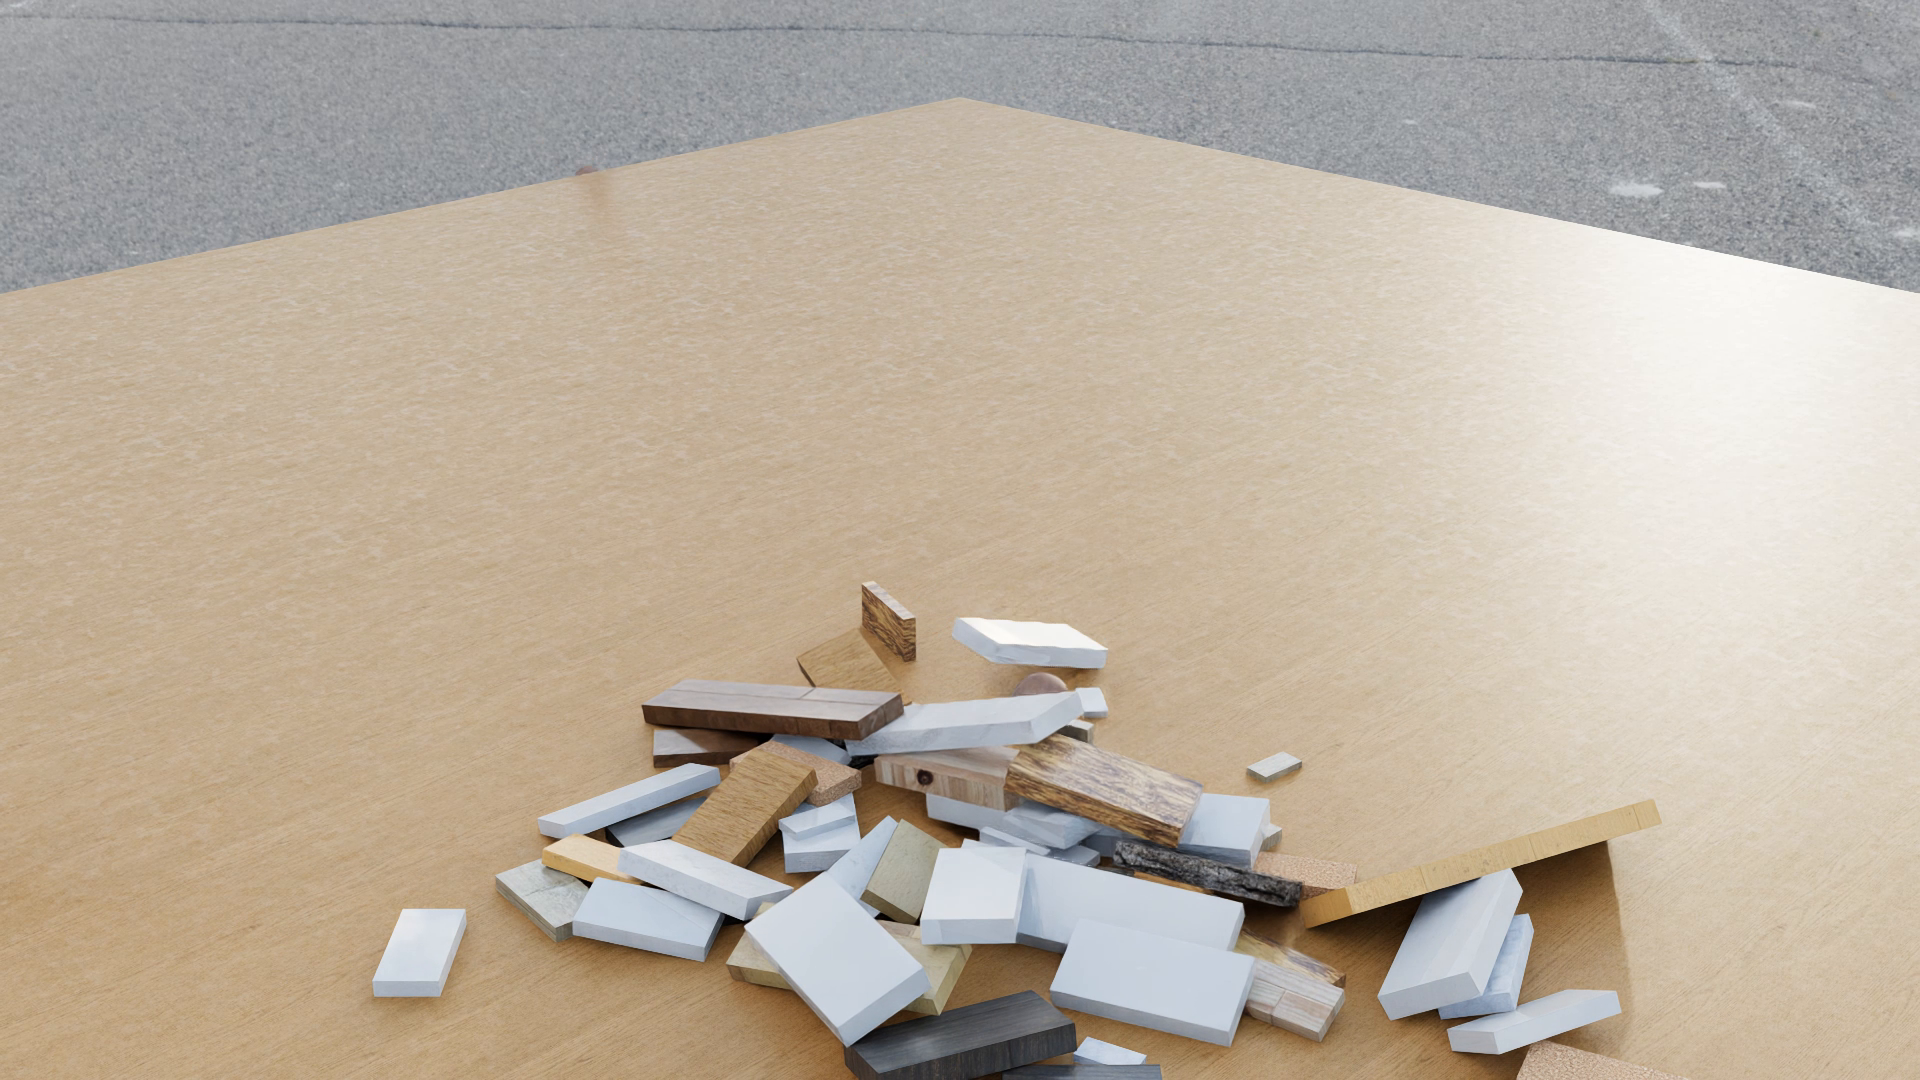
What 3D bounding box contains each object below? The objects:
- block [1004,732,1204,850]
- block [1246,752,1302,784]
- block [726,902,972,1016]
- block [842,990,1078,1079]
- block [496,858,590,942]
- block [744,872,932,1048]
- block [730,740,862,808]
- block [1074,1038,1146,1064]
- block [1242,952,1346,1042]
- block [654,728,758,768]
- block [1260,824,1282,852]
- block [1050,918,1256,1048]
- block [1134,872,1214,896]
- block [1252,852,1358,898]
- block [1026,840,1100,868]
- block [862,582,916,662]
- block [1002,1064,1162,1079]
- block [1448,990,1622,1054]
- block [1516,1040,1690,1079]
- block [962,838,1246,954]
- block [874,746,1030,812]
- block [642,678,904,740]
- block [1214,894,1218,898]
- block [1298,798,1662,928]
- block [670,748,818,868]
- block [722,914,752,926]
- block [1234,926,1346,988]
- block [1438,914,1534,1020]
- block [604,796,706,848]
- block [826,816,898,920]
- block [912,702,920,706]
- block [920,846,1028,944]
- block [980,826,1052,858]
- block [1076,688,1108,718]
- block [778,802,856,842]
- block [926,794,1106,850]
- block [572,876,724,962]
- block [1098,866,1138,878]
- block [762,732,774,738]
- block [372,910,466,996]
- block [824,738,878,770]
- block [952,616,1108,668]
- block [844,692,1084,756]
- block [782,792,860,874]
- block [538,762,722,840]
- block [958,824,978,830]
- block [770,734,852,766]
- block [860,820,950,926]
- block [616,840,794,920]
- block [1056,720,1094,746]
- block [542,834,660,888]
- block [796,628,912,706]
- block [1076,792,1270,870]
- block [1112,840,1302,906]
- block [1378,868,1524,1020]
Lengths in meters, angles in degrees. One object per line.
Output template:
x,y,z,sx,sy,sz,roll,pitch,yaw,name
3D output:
0.279,0.476,4.253,0.349,0.049,0.175,18,28,14,block
0.660,0.477,4.616,0.110,0.016,0.055,-18,29,-36,block
-0.197,0.732,3.860,0.415,0.042,0.148,4,41,27,block
-0.001,0.840,3.666,0.349,0.049,0.175,-10,11,-21,block
-0.766,0.673,4.133,0.116,0.033,0.231,-17,29,-35,block
-0.214,0.716,3.786,0.175,0.049,0.349,-33,34,-18,block
-0.336,0.476,4.488,0.249,0.035,0.125,14,24,36,block
0.252,0.870,3.690,0.110,0.016,0.055,12,26,26,block
0.556,0.792,3.816,0.199,0.028,0.099,15,48,32,block
-0.541,0.440,4.684,0.220,0.031,0.110,-2,23,-6,block
0.530,0.570,4.381,0.200,0.028,0.100,21,30,40,block
0.336,0.768,3.826,0.321,0.046,0.161,9,45,21,block
0.393,0.634,4.037,0.134,0.019,0.067,11,-5,27,block
0.650,0.644,4.206,0.206,0.028,0.100,6,24,14,block
0.185,0.604,4.246,0.154,0.022,0.077,16,25,32,block
-0.168,0.191,5.171,0.031,0.110,0.229,-11,25,-25,block
0.200,0.908,3.574,0.261,0.037,0.131,0,23,-1,block
0.971,0.813,3.719,0.261,0.037,0.130,-11,-5,-24,block
1.210,0.941,3.479,0.647,0.049,0.175,11,25,24,block
0.233,0.680,4.006,0.544,0.046,0.161,10,54,22,block
0.015,0.463,4.421,0.349,0.049,0.175,7,19,42,block
-0.406,0.359,4.693,0.604,0.043,0.152,1,19,36,block
0.366,0.680,4.044,0.199,0.028,0.099,5,30,19,block
0.984,0.607,4.139,0.717,0.050,0.176,-11,-14,-24,block
-0.429,0.540,4.319,0.152,0.043,0.303,15,44,31,block
-0.419,0.694,4.103,0.112,0.016,0.056,-6,24,-15,block
0.512,0.743,3.973,0.374,0.028,0.099,20,30,39,block
0.929,0.751,3.885,0.131,0.037,0.261,-14,16,26,block
-0.581,0.574,4.368,0.220,0.031,0.110,-14,27,-29,block
-0.157,0.628,4.162,0.125,0.035,0.249,39,34,10,block
-0.117,0.395,4.790,0.439,0.031,0.110,17,28,35,block
0.028,0.630,3.912,0.161,0.046,0.321,-2,14,6,block
0.106,0.611,4.224,0.153,0.076,0.022,16,28,34,block
0.292,0.362,4.888,0.056,0.016,0.112,-2,23,-5,block
-0.280,0.551,4.303,0.134,0.019,0.067,-14,24,-32,block
0.122,0.525,4.339,0.349,0.049,0.175,7,19,41,block
-0.569,0.694,4.027,0.249,0.035,0.125,10,32,8,block
0.324,0.655,4.192,0.134,0.019,0.067,5,24,12,block
-0.373,0.402,4.780,0.096,0.027,0.193,-21,31,-41,block
-0.973,0.743,3.968,0.116,0.033,0.231,0,23,0,block
-0.257,0.418,4.659,0.096,0.027,0.193,-23,42,-16,block
0.162,0.235,5.022,0.327,0.046,0.163,6,16,-37,block
0.002,0.373,4.451,0.505,0.046,0.163,-9,11,41,block
-0.279,0.565,4.353,0.149,0.042,0.297,-3,20,-7,block
-0.665,0.526,4.437,0.360,0.033,0.116,-18,11,-36,block
0.066,0.556,4.384,0.154,0.022,0.077,7,20,41,block
-0.325,0.452,4.602,0.193,0.027,0.096,23,63,42,block
-0.102,0.628,4.146,0.110,0.031,0.220,31,34,-1,block
-0.476,0.632,4.104,0.297,0.042,0.148,16,7,28,block
0.217,0.454,4.434,0.100,0.200,0.028,12,26,28,block
-0.676,0.622,4.205,0.220,0.031,0.110,15,15,22,block
-0.232,0.320,4.833,0.152,0.043,0.303,-25,39,-13,block
0.416,0.562,4.316,0.353,0.050,0.176,3,28,20,block
0.464,0.624,4.117,0.327,0.046,0.163,11,-5,19,block
0.872,0.713,3.899,0.176,0.050,0.353,-24,10,32,block
